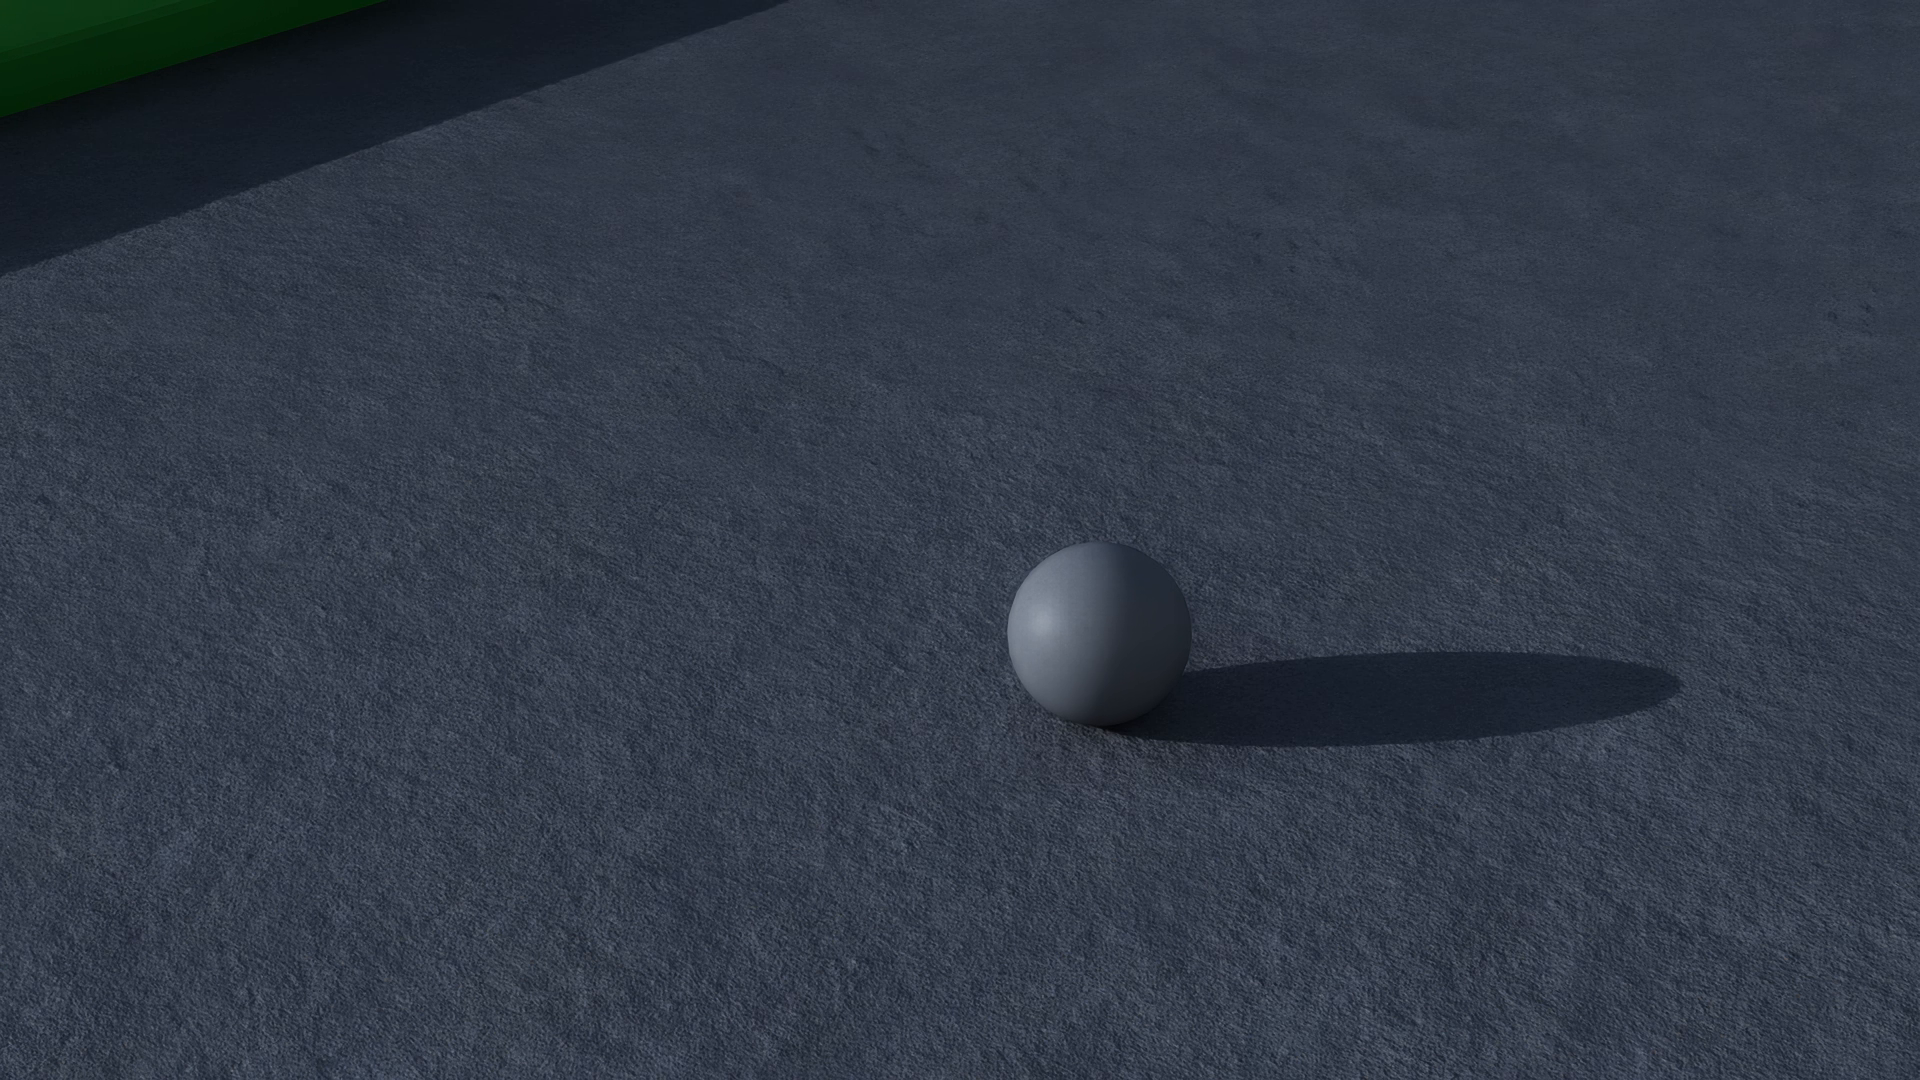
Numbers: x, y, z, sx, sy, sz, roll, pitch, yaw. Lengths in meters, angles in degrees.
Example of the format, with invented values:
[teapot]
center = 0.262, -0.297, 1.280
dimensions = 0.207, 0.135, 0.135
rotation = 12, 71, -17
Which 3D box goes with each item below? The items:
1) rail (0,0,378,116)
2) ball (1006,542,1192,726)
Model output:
[rail]
center = -0.252, -0.728, 3.078
dimensions = 0.045, 0.129, 4.268
rotation = 19, 33, 33
[ball]
center = 0.075, 0.050, 1.579
dimensions = 0.099, 0.099, 0.099
rotation = 0, 27, 0
